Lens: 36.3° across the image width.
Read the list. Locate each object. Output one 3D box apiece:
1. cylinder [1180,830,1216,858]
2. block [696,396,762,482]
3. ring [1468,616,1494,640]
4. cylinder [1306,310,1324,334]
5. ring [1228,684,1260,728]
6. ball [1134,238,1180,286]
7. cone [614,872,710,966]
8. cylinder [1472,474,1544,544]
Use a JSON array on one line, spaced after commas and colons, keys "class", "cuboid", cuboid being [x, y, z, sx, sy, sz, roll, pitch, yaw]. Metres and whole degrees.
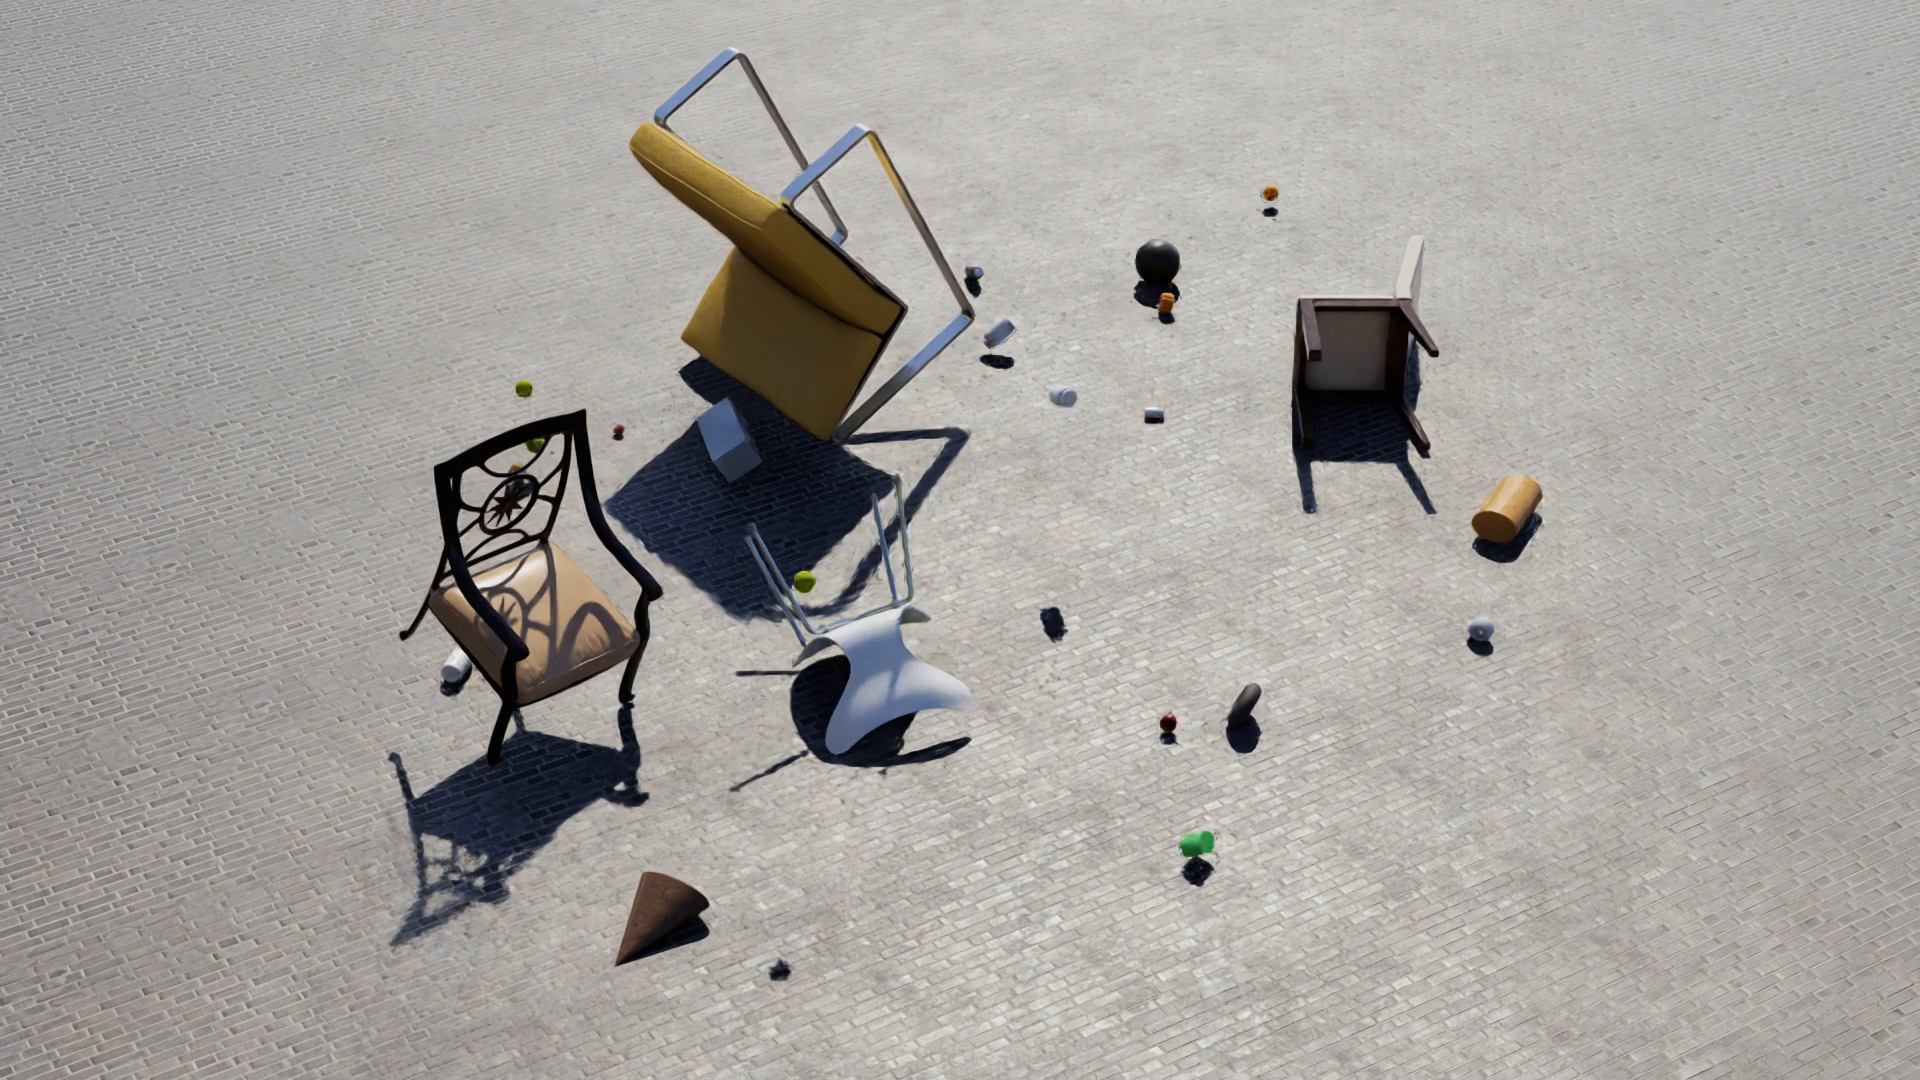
[{"class": "cylinder", "cuboid": [0.759, 0.970, 9.359, 0.073, 0.070, 0.096, -18, 3, 35]}, {"class": "block", "cuboid": [-0.897, -0.389, 11.367, 0.152, 0.126, 0.340, -33, 36, 5]}, {"class": "ring", "cuboid": [1.846, 0.313, 10.385, 0.083, 0.101, 0.057, 47, 60, -2]}, {"class": "cylinder", "cuboid": [1.478, -0.909, 12.212, 0.044, 0.095, 0.081, 13, 5, 33]}, {"class": "ring", "cuboid": [0.966, 0.561, 9.967, 0.055, 0.155, 0.184, 33, 48, 2]}, {"class": "ball", "cuboid": [0.848, -1.192, 12.575, 0.197, 0.197, 0.197, 0, 33, 0]}, {"class": "cone", "cuboid": [-0.973, 1.201, 9.062, 0.260, 0.132, 0.337, 17, 48, 26]}, {"class": "cylinder", "cuboid": [2.056, -0.117, 11.001, 0.173, 0.133, 0.290, 14, 36, 26]}]
